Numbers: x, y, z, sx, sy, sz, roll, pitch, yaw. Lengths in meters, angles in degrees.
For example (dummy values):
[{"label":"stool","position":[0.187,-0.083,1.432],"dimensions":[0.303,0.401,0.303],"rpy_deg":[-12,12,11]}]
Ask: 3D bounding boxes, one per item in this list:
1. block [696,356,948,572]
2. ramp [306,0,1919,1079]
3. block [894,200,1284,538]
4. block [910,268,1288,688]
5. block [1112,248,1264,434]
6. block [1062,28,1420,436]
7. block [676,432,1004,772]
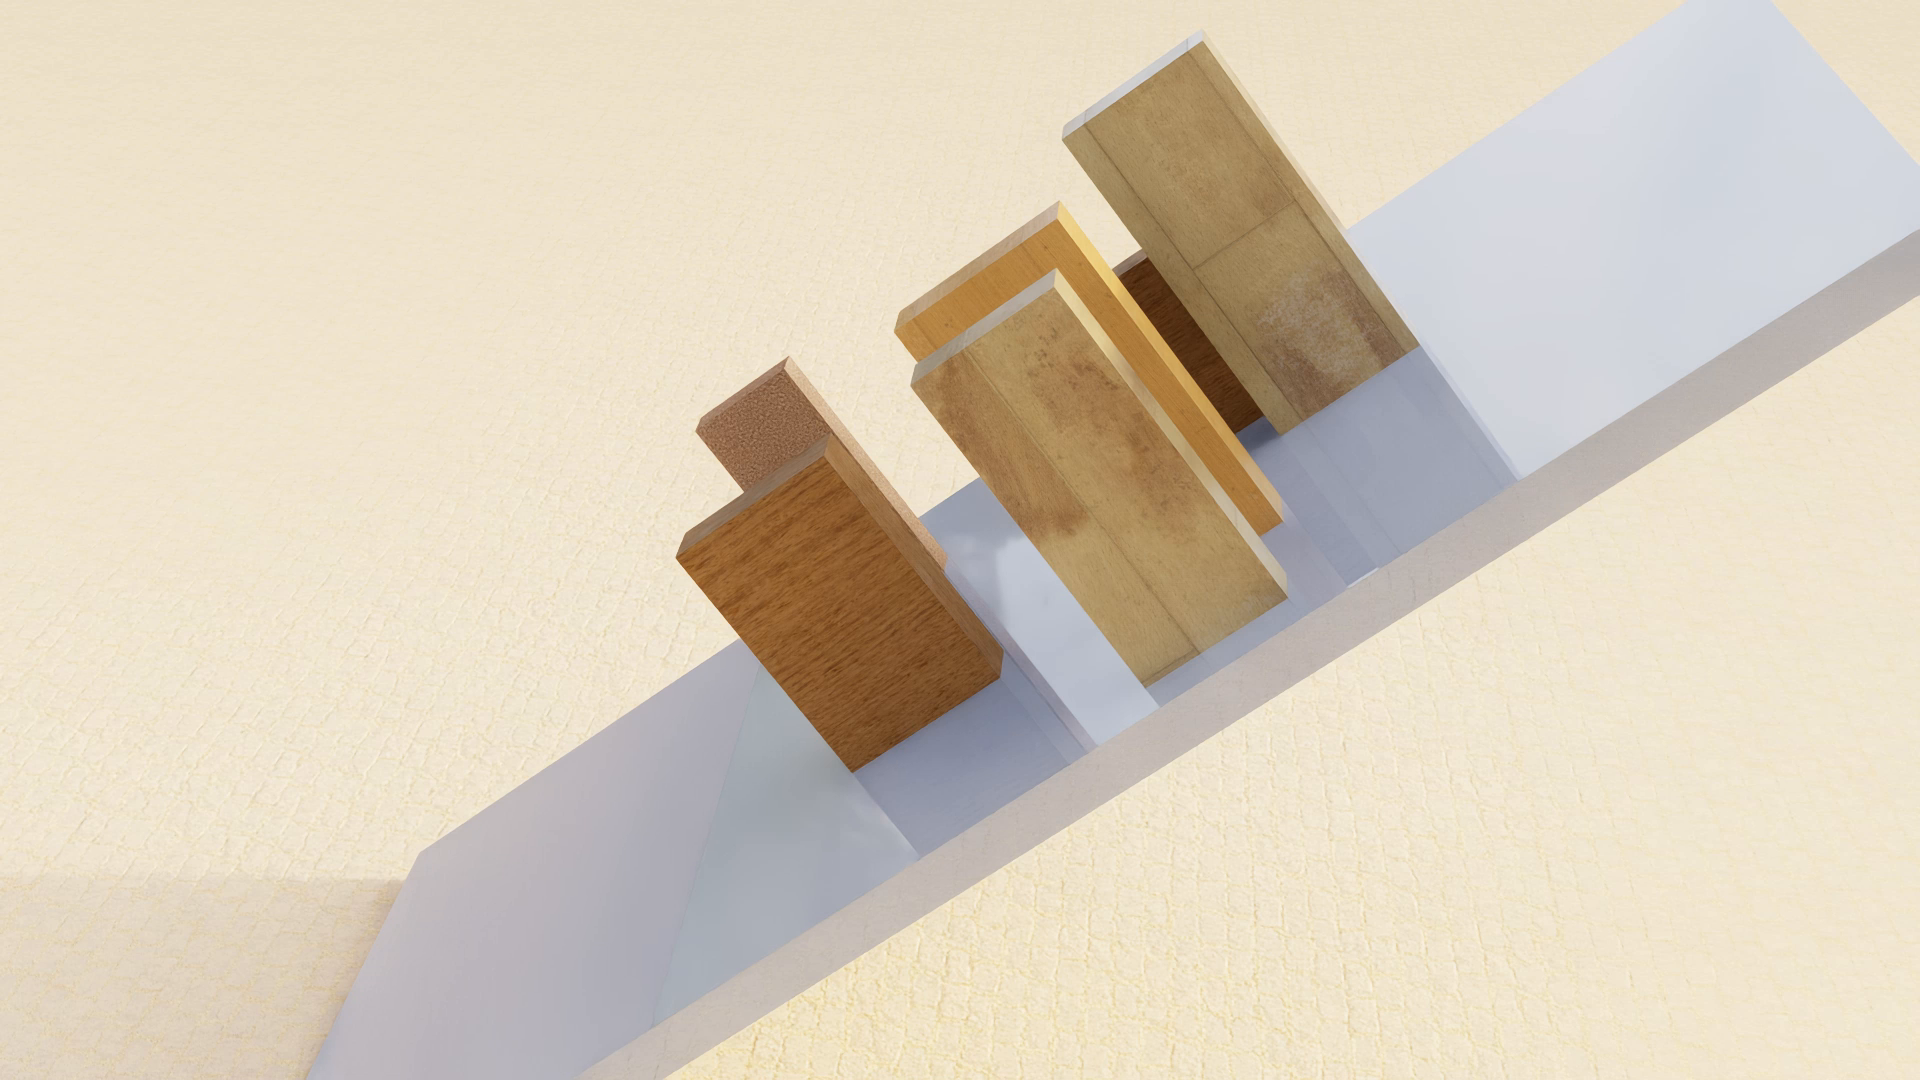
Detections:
[{"label":"block","position":[-0.317,-0.106,6.801],"dimensions":[0.260,0.606,0.095],"rpy_deg":[-34,16,16]},{"label":"ramp","position":[0.131,0.177,6.317],"dimensions":[4.000,0.100,2.000],"rpy_deg":[-34,16,16]},{"label":"block","position":[0.252,-0.238,5.652],"dimensions":[0.381,0.739,0.126],"rpy_deg":[-34,16,16]},{"label":"block","position":[0.255,-0.106,5.303],"dimensions":[0.316,0.719,0.114],"rpy_deg":[-34,16,16]},{"label":"block","position":[0.477,-0.415,6.238],"dimensions":[0.408,0.428,0.095],"rpy_deg":[-34,16,16]},{"label":"block","position":[0.571,-0.617,5.959],"dimensions":[0.342,0.769,0.114],"rpy_deg":[-34,16,16]},{"label":"block","position":[-0.241,0.132,5.987],"dimensions":[0.379,0.587,0.134],"rpy_deg":[-34,16,16]}]
